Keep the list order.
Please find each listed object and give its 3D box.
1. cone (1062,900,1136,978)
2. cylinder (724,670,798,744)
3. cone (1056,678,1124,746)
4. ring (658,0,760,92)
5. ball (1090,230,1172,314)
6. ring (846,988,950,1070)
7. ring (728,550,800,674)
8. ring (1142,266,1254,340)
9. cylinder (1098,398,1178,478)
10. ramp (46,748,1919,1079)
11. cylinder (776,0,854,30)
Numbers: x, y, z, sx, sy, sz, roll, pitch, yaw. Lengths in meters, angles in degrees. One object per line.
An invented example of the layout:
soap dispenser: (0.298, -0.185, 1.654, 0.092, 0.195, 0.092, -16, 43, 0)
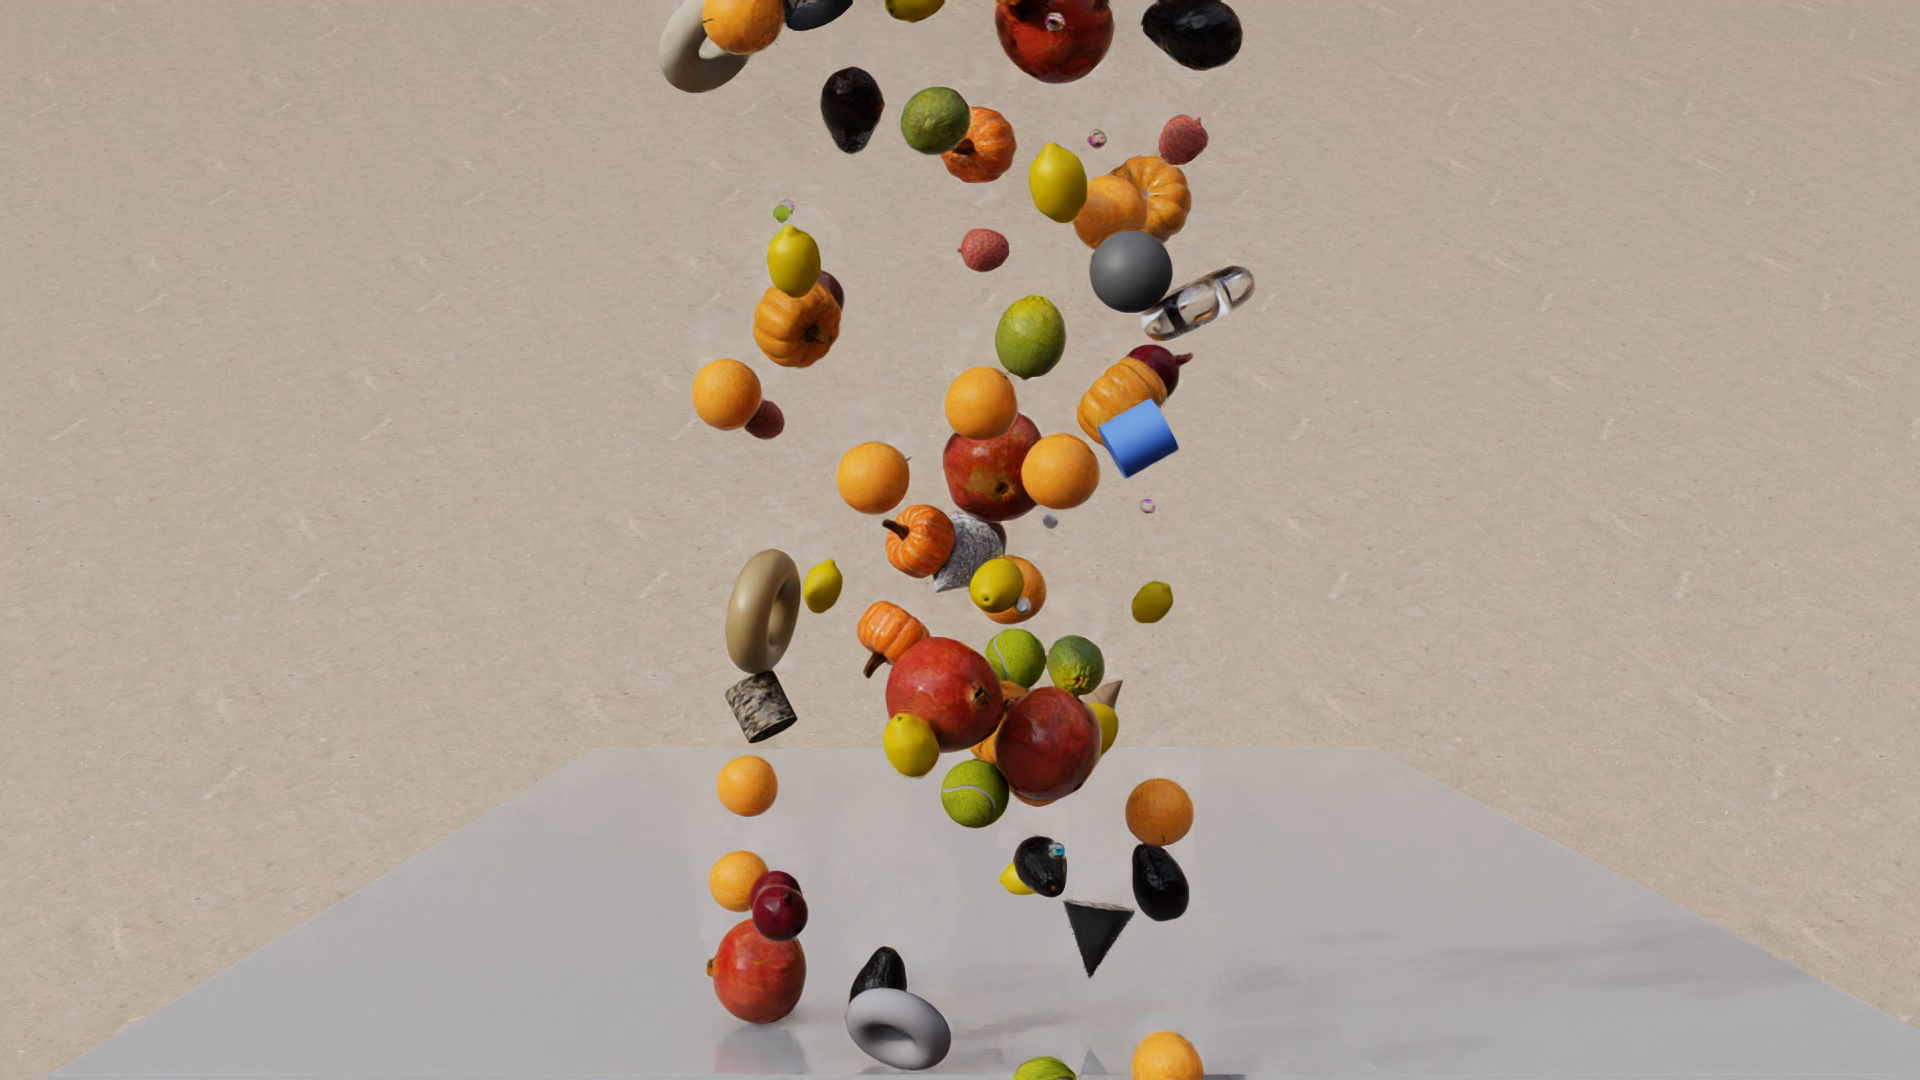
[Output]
cone: (0.155, 0.464, 2.982, 0.085, 0.085, 0.085, 8, -3, 0)
cylinder: (-0.207, 0.174, 2.694, 0.057, 0.057, 0.057, -20, 75, -32)
cone: (0.157, 0.178, 2.868, 0.072, 0.072, 0.072, 41, 14, -13)
ring: (-0.237, -0.475, 2.454, 0.113, 0.113, 0.038, -26, 58, -37)
ball: (0.144, -0.227, 2.186, 0.070, 0.070, 0.070, 0, 29, 0)
ring: (-0.063, 0.500, 2.647, 0.113, 0.113, 0.038, 10, 47, 17)
ring: (-0.202, 0.074, 2.656, 0.043, 0.130, 0.130, 12, 31, 15)
ring: (0.219, -0.218, 2.382, 0.113, 0.038, 0.113, -26, 5, 3)
cylinder: (0.155, -0.088, 2.248, 0.052, 0.052, 0.052, -29, 33, -1)
ramp: (0.066, 0.590, 4.642, 2.000, 0.100, 4.000, 0, 0, 0)
cylinder: (-0.138, -0.503, 2.320, 0.065, 0.065, 0.065, -18, 77, -28)
